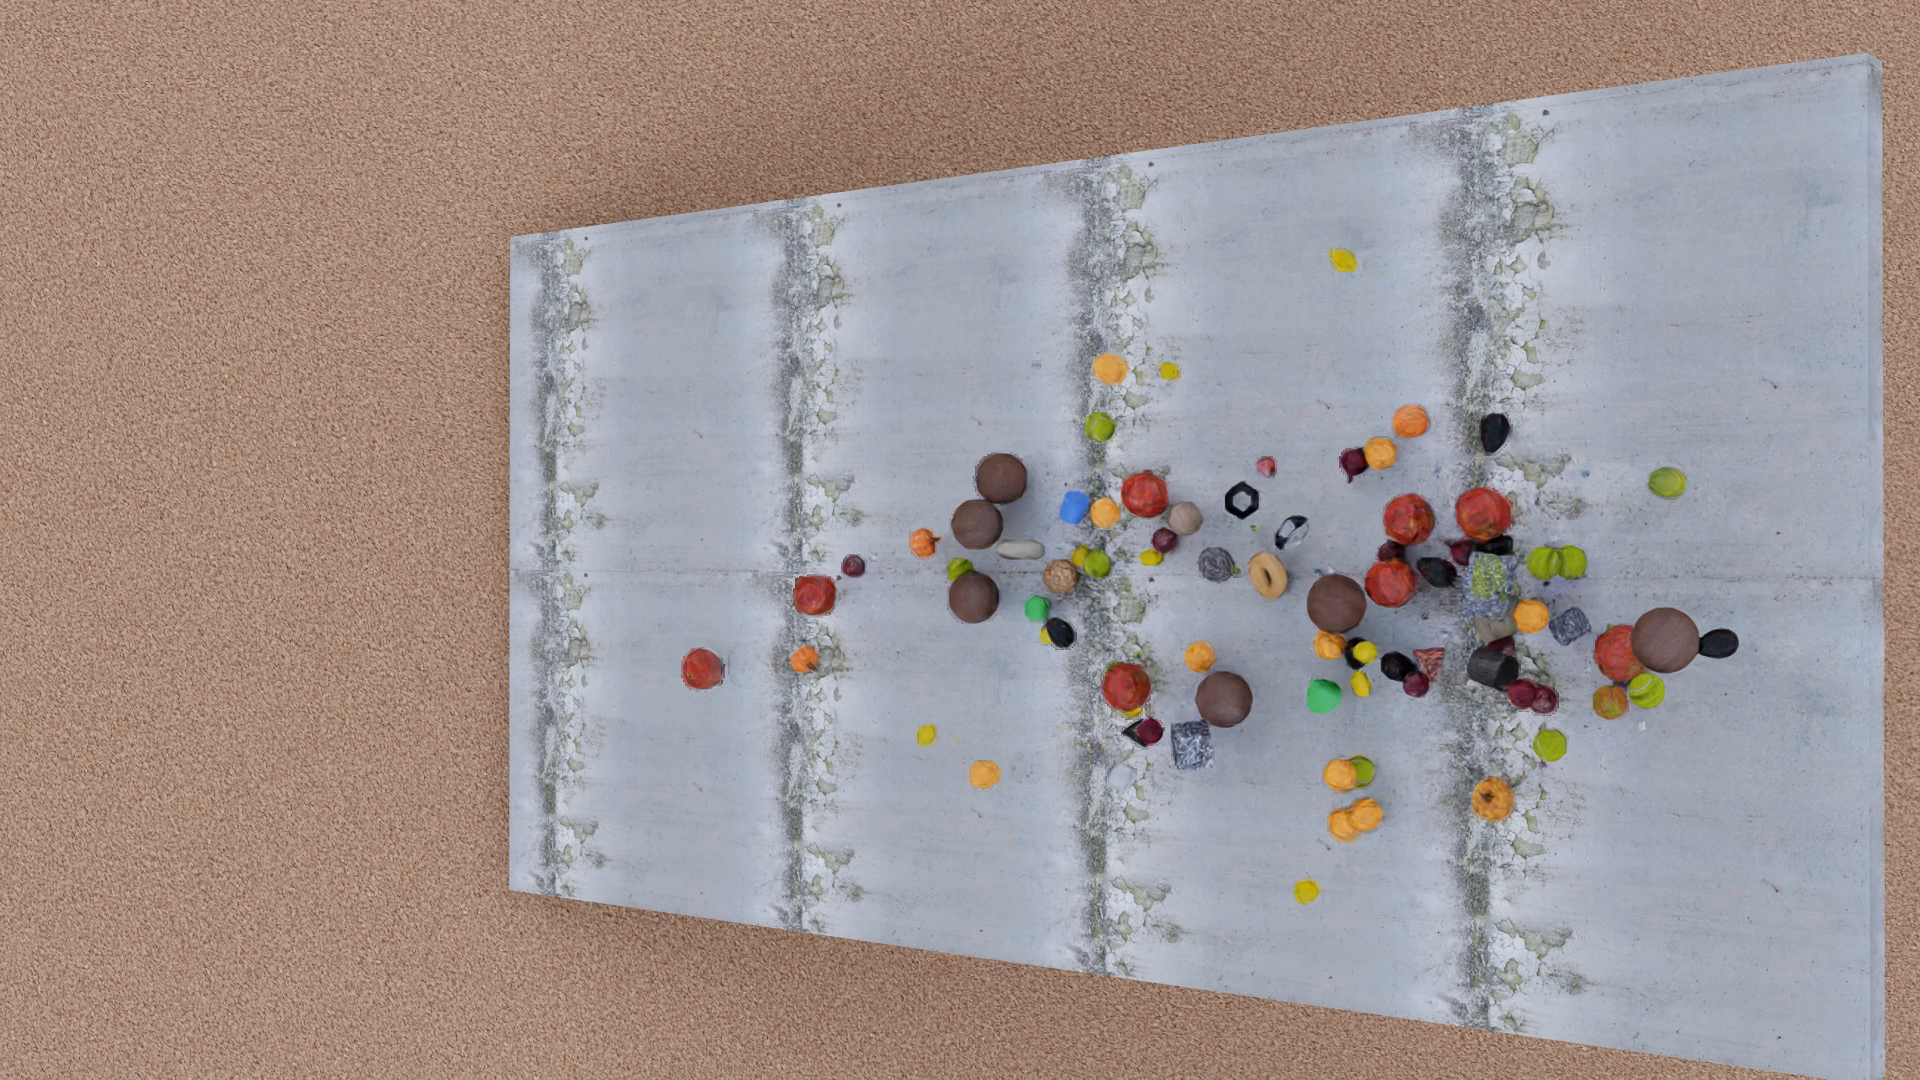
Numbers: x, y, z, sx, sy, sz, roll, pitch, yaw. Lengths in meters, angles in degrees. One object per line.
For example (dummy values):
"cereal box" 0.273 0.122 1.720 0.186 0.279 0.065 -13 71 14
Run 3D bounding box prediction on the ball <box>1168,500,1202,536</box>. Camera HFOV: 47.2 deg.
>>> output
"ball" 0.530 -0.050 5.178 0.083 0.083 0.083 0 90 0

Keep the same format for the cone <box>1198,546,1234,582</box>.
"cone" 0.574 0.071 5.039 0.088 0.088 0.088 9 112 22

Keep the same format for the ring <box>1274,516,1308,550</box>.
"ring" 0.753 -0.017 4.997 0.092 0.092 0.031 -44 54 0

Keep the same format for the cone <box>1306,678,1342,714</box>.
"cone" 0.799 0.330 4.915 0.085 0.085 0.085 -17 50 22

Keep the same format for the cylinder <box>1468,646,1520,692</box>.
"cylinder" 1.103 0.266 4.548 0.075 0.075 0.075 -14 113 -35

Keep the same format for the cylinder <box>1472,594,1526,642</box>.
"cylinder" 1.144 0.167 4.669 0.081 0.081 0.081 -19 90 -11

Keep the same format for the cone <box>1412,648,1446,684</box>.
"cone" 1.024 0.278 4.782 0.076 0.076 0.076 -5 93 0

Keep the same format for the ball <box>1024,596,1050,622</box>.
"ball" 0.191 0.171 5.457 0.063 0.063 0.063 0 90 0

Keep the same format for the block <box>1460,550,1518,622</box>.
"block" 1.109 0.097 4.617 0.096 0.096 0.096 10 49 15

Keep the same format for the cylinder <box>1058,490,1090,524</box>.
"cylinder" 0.278 -0.079 5.384 0.060 0.060 0.060 20 118 0

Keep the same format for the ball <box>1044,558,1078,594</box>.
"ball" 0.248 0.089 5.398 0.087 0.087 0.087 0 90 0

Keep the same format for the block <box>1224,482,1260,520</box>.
"block" 0.645 -0.090 5.029 0.053 0.053 0.053 31 45 -23

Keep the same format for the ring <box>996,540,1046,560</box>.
"ring" 0.149 0.024 5.397 0.122 0.122 0.041 2 84 0

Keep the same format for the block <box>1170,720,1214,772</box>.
"block" 0.536 0.475 5.083 0.082 0.082 0.082 -7 108 -1

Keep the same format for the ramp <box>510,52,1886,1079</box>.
"ramp" 0.221 0.063 5.538 4.000 0.100 2.000 0 90 38

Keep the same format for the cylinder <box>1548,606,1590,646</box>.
"cylinder" 1.275 0.181 4.601 0.061 0.061 0.061 -38 90 32
